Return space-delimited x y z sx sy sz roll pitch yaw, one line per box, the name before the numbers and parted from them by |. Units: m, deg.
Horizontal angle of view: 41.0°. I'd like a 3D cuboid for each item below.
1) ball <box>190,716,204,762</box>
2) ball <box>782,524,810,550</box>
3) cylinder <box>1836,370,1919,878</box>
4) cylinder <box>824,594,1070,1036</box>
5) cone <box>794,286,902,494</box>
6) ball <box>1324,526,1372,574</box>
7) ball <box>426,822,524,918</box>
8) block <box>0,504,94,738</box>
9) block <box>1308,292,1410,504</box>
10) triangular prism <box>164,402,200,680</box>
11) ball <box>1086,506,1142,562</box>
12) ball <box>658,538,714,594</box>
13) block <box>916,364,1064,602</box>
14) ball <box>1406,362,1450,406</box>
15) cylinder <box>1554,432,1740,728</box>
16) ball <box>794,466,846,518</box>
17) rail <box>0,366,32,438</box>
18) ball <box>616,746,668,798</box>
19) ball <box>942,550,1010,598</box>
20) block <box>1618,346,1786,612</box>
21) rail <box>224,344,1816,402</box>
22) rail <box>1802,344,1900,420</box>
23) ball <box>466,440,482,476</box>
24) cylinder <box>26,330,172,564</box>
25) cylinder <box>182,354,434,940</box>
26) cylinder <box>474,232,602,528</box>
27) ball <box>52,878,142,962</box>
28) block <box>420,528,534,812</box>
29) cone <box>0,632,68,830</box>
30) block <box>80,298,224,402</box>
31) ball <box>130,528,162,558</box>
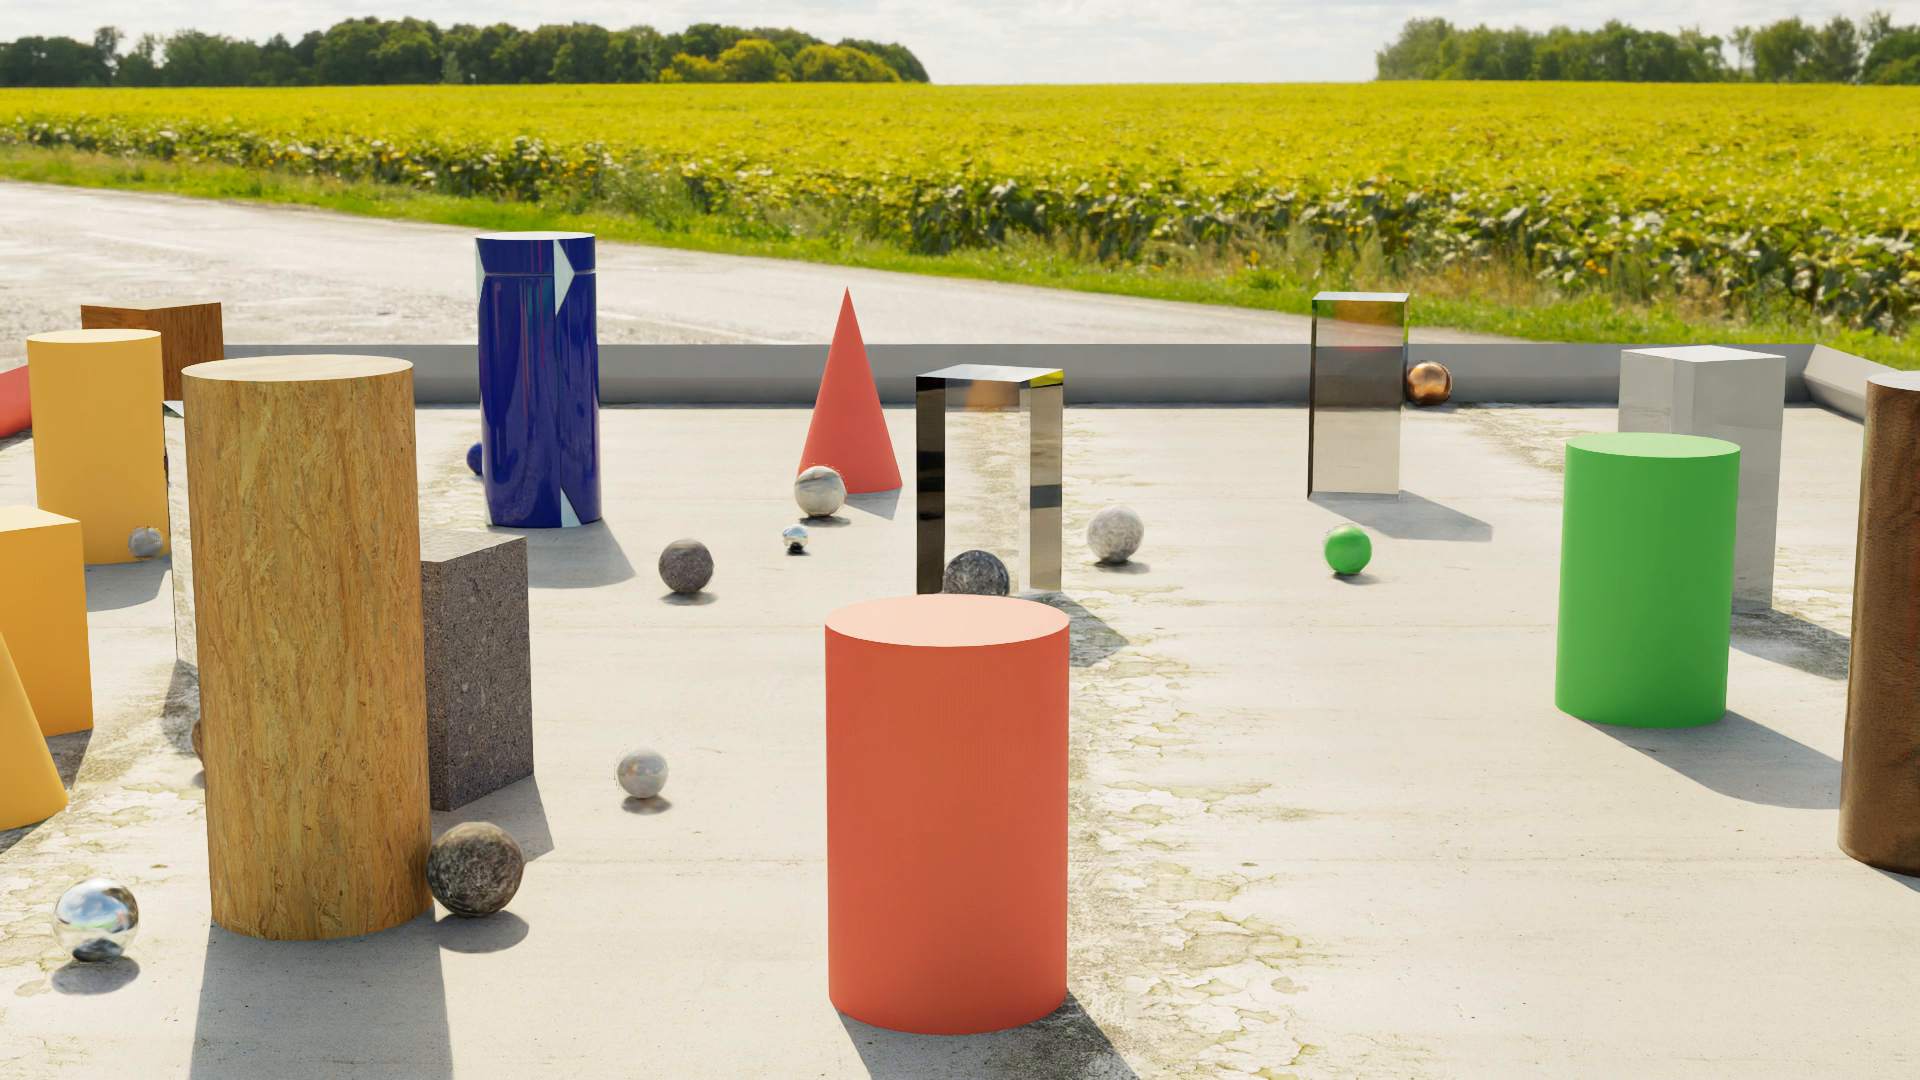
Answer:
ball | -0.767 0.206 2.675 0.066 0.066 0.066 0 11 0
ball | -0.248 -0.004 3.872 0.041 0.041 0.041 0 11 0
cylinder | 0.919 0.075 2.357 0.189 0.441 0.189 0 11 0
cylinder | -0.010 0.210 2.011 0.189 0.302 0.189 0 11 0
cone | -0.194 -0.268 4.447 0.189 0.348 0.189 0 11 0
ball | 0.559 0.015 3.694 0.069 0.069 0.069 0 11 0
ball | -0.418 0.284 2.213 0.082 0.082 0.082 0 11 0
block | -1.066 0.093 2.824 0.152 0.233 0.152 -10 14 -42
block | 0.675 -0.243 4.343 0.152 0.338 0.152 2 11 13
triangular prism | -0.909 -0.005 3.114 0.142 0.320 0.164 7 13 33
ball | 0.227 -0.009 3.781 0.083 0.083 0.083 0 11 0
ball | -0.380 0.036 3.560 0.077 0.077 0.077 0 11 0
block | 0.041 -0.074 3.511 0.152 0.311 0.152 5 12 24
ball | 1.000 -0.333 5.487 0.095 0.095 0.095 0 11 0
cylinder | 0.777 0.042 2.907 0.189 0.303 0.189 0 11 0
ball | -0.227 -0.078 4.151 0.084 0.084 0.084 0 11 0
rail | -1.850 0.034 3.439 0.045 0.123 4.311 0 11 0
ball | -0.318 0.233 2.571 0.052 0.052 0.052 0 11 0
ball | 0.021 0.057 3.411 0.089 0.089 0.089 0 11 0
block | 0.997 -0.083 3.474 0.152 0.341 0.152 -5 12 -23
rail | -0.012 -0.359 5.545 3.746 0.123 0.045 0 11 0
rail | 1.850 0.030 3.460 0.045 0.123 4.311 0 11 0
ball | -0.850 -0.146 4.577 0.062 0.062 0.062 0 11 0
cylinder | -1.283 -0.142 3.831 0.189 0.327 0.189 0 11 0
cylinder | -0.557 0.087 2.205 0.189 0.473 0.189 0 11 0
cylinder | -0.674 -0.259 4.108 0.189 0.455 0.189 0 11 0
ball | -0.707 0.311 2.102 0.069 0.069 0.069 0 11 0
block | -0.541 0.126 2.599 0.152 0.251 0.152 5 11 23
cone | -0.980 0.109 2.505 0.189 0.318 0.189 0 11 0
block | -1.285 -0.205 4.108 0.152 0.348 0.152 7 12 32
ball | -1.198 0.004 3.777 0.045 0.045 0.045 0 11 0
